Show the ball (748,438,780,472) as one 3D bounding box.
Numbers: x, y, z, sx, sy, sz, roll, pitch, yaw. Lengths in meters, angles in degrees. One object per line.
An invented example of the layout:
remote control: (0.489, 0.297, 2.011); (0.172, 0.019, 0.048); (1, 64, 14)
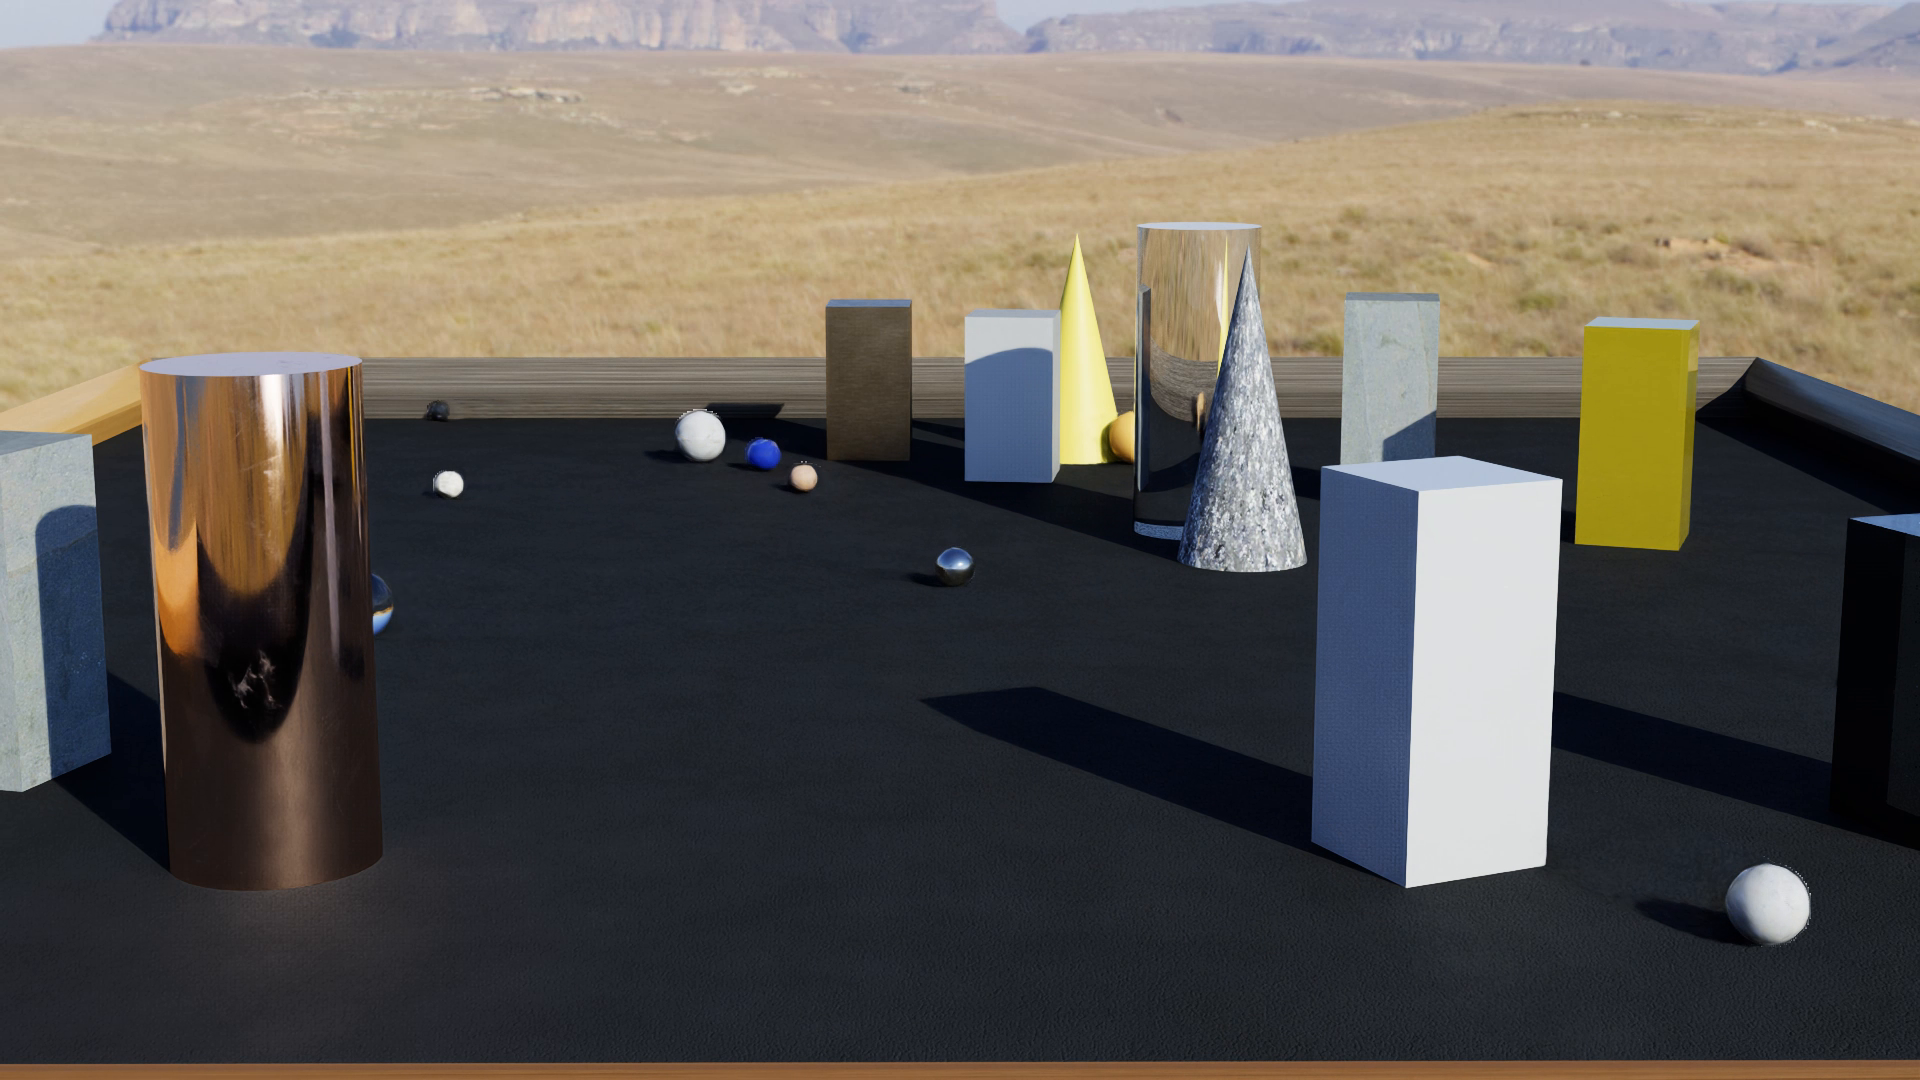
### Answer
ball: (-0.354, -0.153, 4.633); (0.060, 0.060, 0.060); (0, 11, 0)

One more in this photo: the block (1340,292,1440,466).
block: (0.724, -0.239, 4.325); (0.154, 0.341, 0.154); (2, 11, 9)

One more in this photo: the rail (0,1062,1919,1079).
rail: (0.011, 0.377, 1.595); (3.332, 0.125, 0.045); (0, 11, 0)

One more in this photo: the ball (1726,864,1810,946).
ball: (0.676, 0.305, 2.146); (0.067, 0.067, 0.067); (0, 11, 0)

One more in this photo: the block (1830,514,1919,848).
block: (0.956, 0.132, 2.460); (0.154, 0.293, 0.154); (-4, 11, -18)

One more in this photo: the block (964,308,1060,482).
block: (0.095, -0.259, 4.572); (0.154, 0.290, 0.154); (1, 11, 7)

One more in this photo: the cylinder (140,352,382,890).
cylinder: (-0.634, 0.069, 2.340); (0.193, 0.461, 0.193); (0, 11, 0)

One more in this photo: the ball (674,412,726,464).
ball: (-0.479, -0.189, 4.728); (0.095, 0.095, 0.095); (0, 11, 0)

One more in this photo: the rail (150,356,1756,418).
rail: (-0.011, -0.312, 5.303); (3.332, 0.125, 0.045); (0, 11, 0)

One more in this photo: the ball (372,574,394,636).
ball: (-0.769, 0.083, 3.280); (0.089, 0.089, 0.089); (0, 11, 0)

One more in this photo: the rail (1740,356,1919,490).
rail: (1.642, 0.031, 3.458); (0.045, 0.125, 3.819); (0, 11, 0)

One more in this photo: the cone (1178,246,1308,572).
cone: (0.419, -0.202, 3.774); (0.193, 0.469, 0.193); (0, 11, 0)

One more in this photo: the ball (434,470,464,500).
ball: (-0.864, -0.093, 4.341); (0.048, 0.048, 0.048); (0, 11, 0)

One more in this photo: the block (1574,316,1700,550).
block: (1.044, -0.167, 3.952); (0.154, 0.335, 0.154); (4, 11, 21)

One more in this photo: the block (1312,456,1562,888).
block: (0.436, 0.116, 2.364); (0.154, 0.360, 0.154); (-5, 12, -25)

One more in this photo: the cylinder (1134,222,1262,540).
cylinder: (0.370, -0.252, 4.017); (0.193, 0.478, 0.193); (0, 11, 0)

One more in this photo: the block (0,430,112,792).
block: (-1.003, 0.068, 2.661); (0.154, 0.344, 0.154); (3, 11, 16)

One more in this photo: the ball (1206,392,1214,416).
ball: (0.538, -0.275, 5.265); (0.069, 0.069, 0.069); (0, 11, 0)

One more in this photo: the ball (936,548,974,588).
ball: (-0.007, 0.039, 3.610); (0.056, 0.056, 0.056); (0, 11, 0)

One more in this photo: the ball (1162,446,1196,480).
ball: (0.388, -0.137, 4.545); (0.060, 0.060, 0.060); (0, 11, 0)

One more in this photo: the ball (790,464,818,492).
ball: (-0.269, -0.106, 4.413); (0.048, 0.048, 0.048); (0, 11, 0)

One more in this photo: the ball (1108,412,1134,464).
ball: (0.322, -0.189, 4.722); (0.096, 0.096, 0.096); (0, 11, 0)

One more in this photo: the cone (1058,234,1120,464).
cone: (0.216, -0.363, 4.781); (0.193, 0.417, 0.193); (0, 11, 0)

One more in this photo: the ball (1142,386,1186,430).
ball: (0.410, -0.264, 5.144); (0.090, 0.090, 0.090); (0, 11, 0)

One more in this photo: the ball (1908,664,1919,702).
ball: (1.117, 0.164, 2.951); (0.051, 0.051, 0.051); (0, 11, 0)

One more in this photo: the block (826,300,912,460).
block: (-0.169, -0.302, 4.813); (0.154, 0.286, 0.154); (0, 11, 1)

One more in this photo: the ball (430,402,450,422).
ball: (-1.072, -0.264, 5.284); (0.040, 0.040, 0.040); (0, 11, 0)

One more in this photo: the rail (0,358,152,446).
rail: (-1.642, 0.034, 3.440); (0.045, 0.125, 3.819); (0, 11, 0)

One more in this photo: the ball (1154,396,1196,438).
ball: (0.423, -0.243, 5.054); (0.082, 0.082, 0.082); (0, 11, 0)
